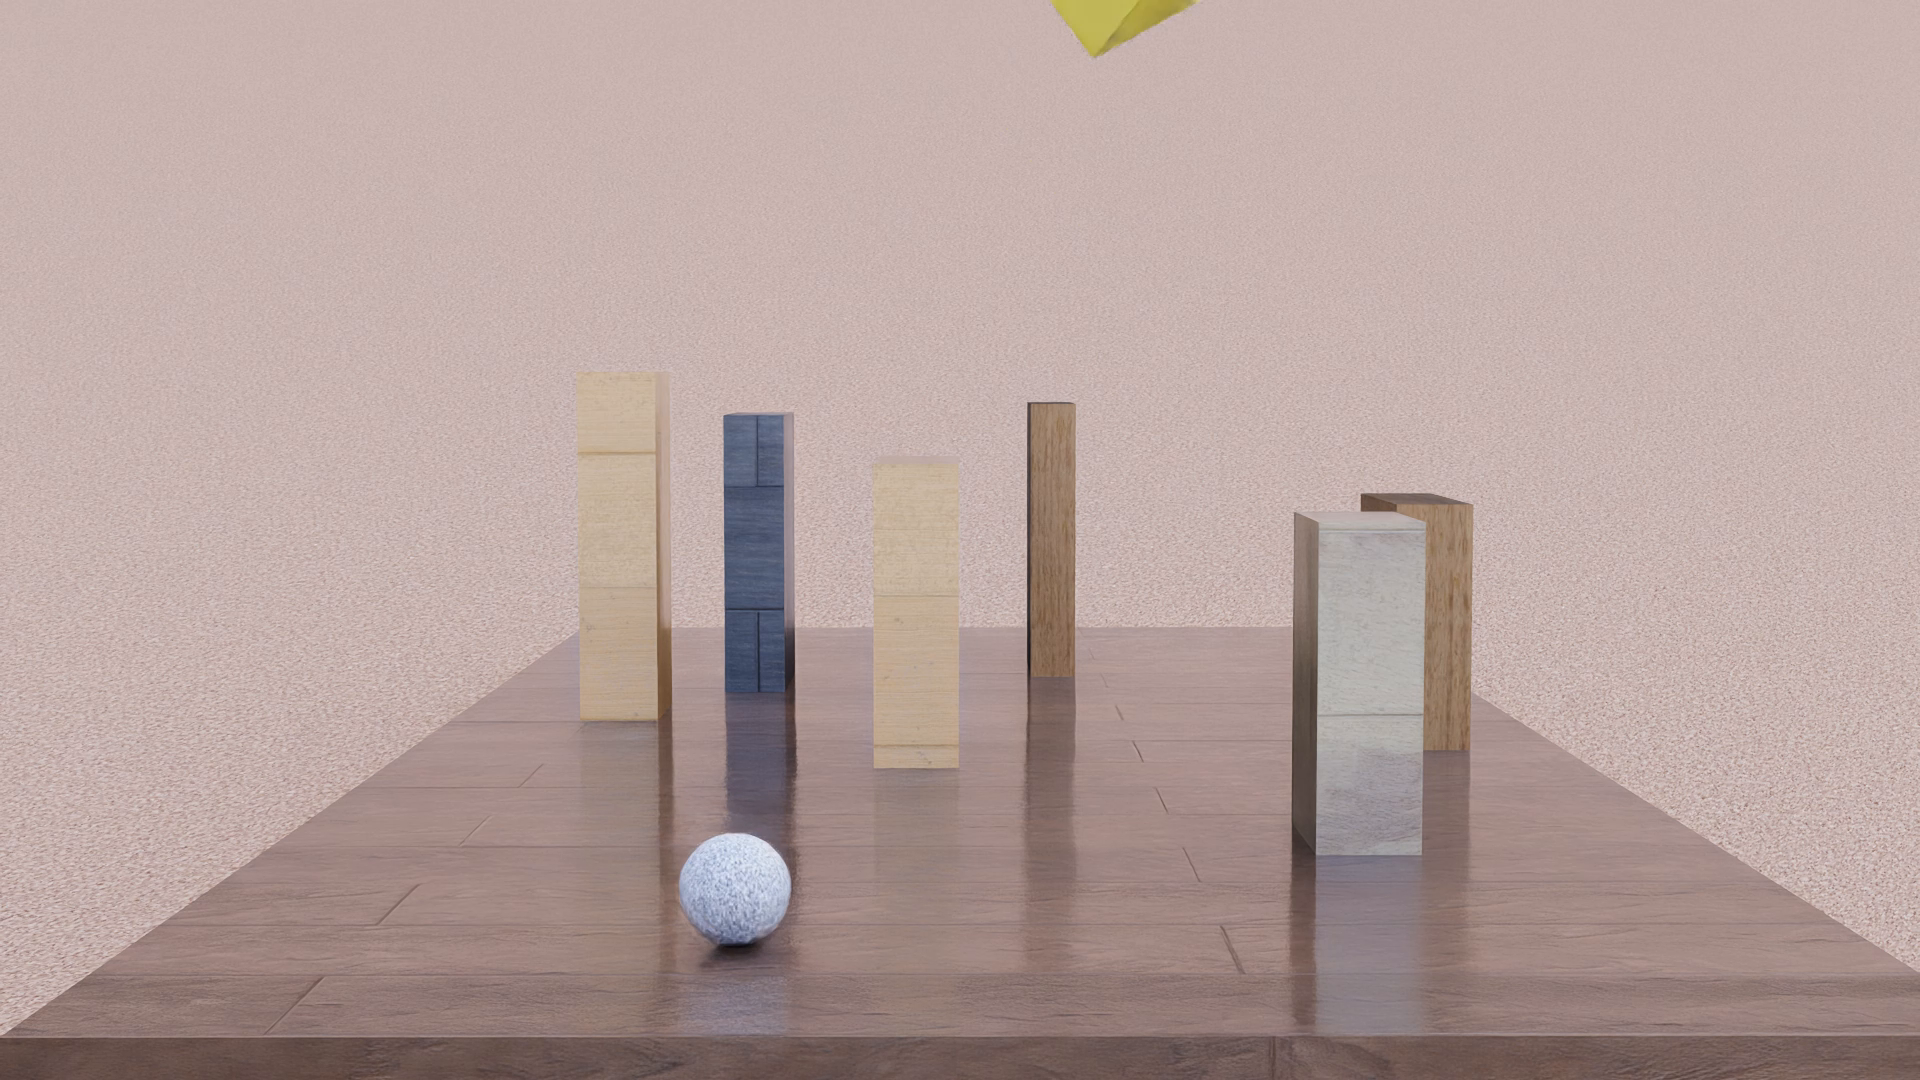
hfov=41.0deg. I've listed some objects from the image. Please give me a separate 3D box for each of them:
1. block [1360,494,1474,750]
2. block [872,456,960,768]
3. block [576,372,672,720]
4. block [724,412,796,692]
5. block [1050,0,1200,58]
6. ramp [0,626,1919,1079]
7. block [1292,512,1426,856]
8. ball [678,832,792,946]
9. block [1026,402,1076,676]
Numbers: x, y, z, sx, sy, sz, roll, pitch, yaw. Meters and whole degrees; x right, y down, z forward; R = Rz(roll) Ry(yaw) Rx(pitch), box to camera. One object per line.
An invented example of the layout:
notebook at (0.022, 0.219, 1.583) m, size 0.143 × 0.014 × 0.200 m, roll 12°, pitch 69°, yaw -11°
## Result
block at (0.815, 0.138, 4.615) m, size 0.131 × 0.425 × 0.396 m, roll 0°, pitch 4°, yaw 0°
block at (-0.072, 0.114, 4.398) m, size 0.141 × 0.503 × 0.354 m, roll 0°, pitch 4°, yaw 0°
block at (-0.639, 0.005, 4.908) m, size 0.145 × 0.652 × 0.245 m, roll 0°, pitch 4°, yaw 0°
block at (-0.418, 0.017, 5.379) m, size 0.122 × 0.564 × 0.338 m, roll 0°, pitch 4°, yaw 0°
block at (0.149, -0.526, 2.166) m, size 0.142 × 0.142 × 0.142 m, roll -33°, pitch -6°, yaw -30°
ramp at (0.045, 0.407, 4.538) m, size 2.000 × 0.100 × 4.000 m, roll 0°, pitch 4°, yaw 0°
block at (0.555, 0.193, 3.593) m, size 0.144 × 0.453 × 0.254 m, roll 0°, pitch 4°, yaw 0°
ball at (-0.258, 0.400, 2.941) m, size 0.129 × 0.129 × 0.129 m, roll 0°, pitch 19°, yaw 0°
block at (0.198, -0.008, 5.607) m, size 0.095 × 0.582 × 0.288 m, roll 0°, pitch 4°, yaw 0°
